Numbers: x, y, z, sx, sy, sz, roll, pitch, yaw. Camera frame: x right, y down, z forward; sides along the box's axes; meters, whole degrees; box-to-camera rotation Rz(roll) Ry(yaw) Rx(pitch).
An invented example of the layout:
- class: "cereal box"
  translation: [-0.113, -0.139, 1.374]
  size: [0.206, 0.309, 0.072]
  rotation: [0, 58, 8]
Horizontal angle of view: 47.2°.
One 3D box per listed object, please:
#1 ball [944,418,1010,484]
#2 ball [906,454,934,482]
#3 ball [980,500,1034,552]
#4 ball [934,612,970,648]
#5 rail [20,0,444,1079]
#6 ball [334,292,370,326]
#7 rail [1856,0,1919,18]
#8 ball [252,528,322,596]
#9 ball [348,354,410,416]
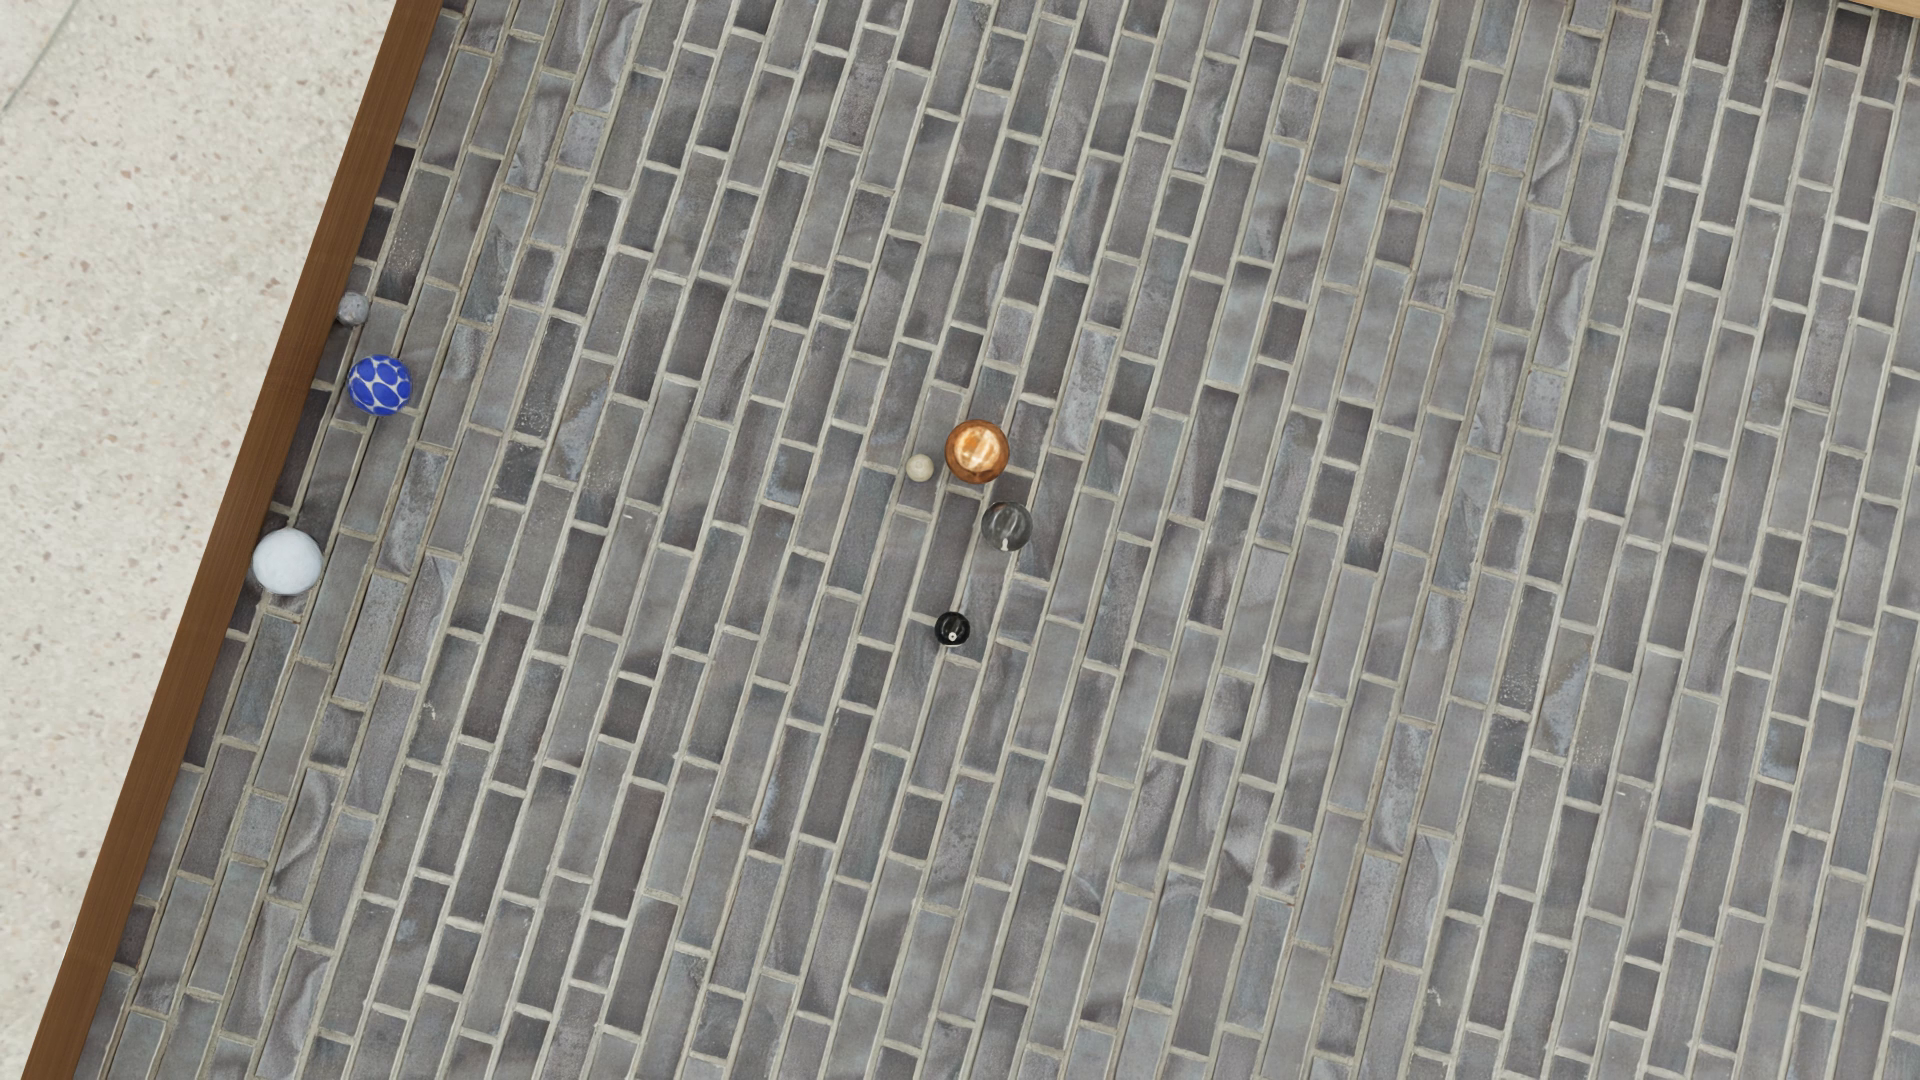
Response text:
- class: "ball"
  translation: [0.026, -0.132, 3.296]
  size: [0.098, 0.098, 0.098]
  rotation: [0, 80, 0]
- class: "ball"
  translation: [-0.060, -0.109, 3.320]
  size: [0.043, 0.043, 0.043]
  rotation: [0, 80, 0]
- class: "ball"
  translation: [0.070, -0.021, 3.286]
  size: [0.079, 0.079, 0.079]
  rotation: [0, 80, 0]
- class: "ball"
  translation: [-0.011, 0.133, 3.271]
  size: [0.054, 0.054, 0.054]
  rotation: [0, 80, 0]
- class: "rail"
  translation: [-0.984, -0.278, 3.306]
  size: [0.045, 0.129, 2.469]
  rotation: [15, 80, 3]
- class: "ball"
  translation: [-0.930, -0.353, 3.359]
  size: [0.053, 0.053, 0.053]
  rotation: [0, 80, 0]
- class: "rail"
  translation: [1.335, -0.873, 3.414]
  size: [4.183, 0.129, 0.045]
  rotation: [15, 80, 3]
- class: "ball"
  translation: [-0.998, 0.032, 3.266]
  size: [0.100, 0.100, 0.100]
  rotation: [0, 80, 0]
- class: "ball"
  translation: [-0.876, -0.234, 3.318]
  size: [0.093, 0.093, 0.093]
  rotation: [0, 80, 0]
